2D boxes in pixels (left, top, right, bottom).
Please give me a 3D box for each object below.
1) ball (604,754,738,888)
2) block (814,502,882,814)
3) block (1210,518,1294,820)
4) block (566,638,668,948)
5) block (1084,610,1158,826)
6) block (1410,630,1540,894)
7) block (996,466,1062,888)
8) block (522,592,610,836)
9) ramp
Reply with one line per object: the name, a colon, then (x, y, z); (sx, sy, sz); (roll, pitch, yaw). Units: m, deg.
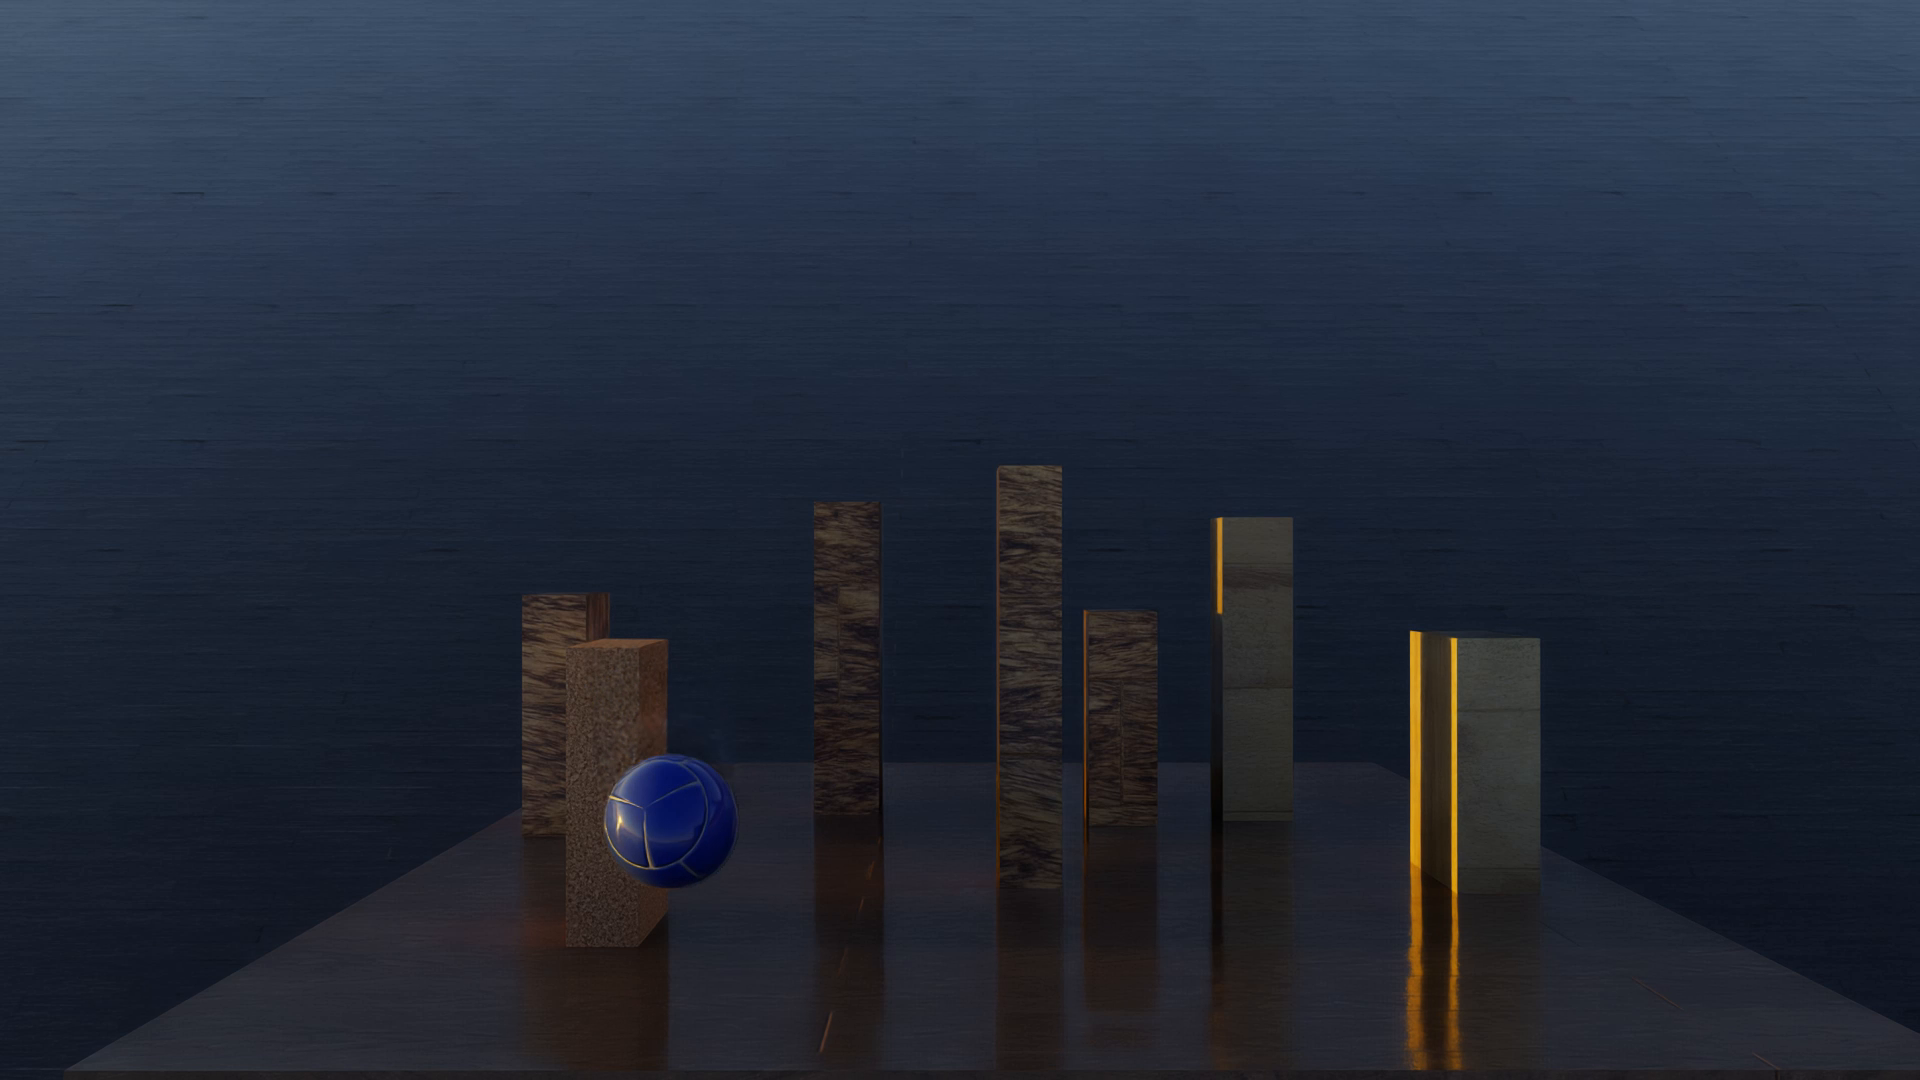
ball: (-0.317, 0.308, 2.840); (0.147, 0.147, 0.147); (0, 31, 0)
block: (-0.234, 0.244, 5.480); (0.134, 0.646, 0.274); (0, 0, 0)
block: (0.600, 0.261, 5.346); (0.142, 0.611, 0.250); (0, 0, 0)
block: (-0.489, 0.352, 3.718); (0.099, 0.409, 0.365); (0, 0, 0)
block: (0.323, 0.355, 5.248); (0.135, 0.422, 0.249); (0, 0, 0)
block: (0.851, 0.358, 4.301); (0.132, 0.403, 0.423); (0, 0, 0)
block: (0.113, 0.221, 4.291); (0.101, 0.679, 0.276); (0, 0, 0)
block: (-0.774, 0.336, 5.103); (0.121, 0.459, 0.339); (0, 0, 0)
ramp: (0.069, 0.612, 4.685); (2.000, 0.100, 4.000); (0, 0, 0)
